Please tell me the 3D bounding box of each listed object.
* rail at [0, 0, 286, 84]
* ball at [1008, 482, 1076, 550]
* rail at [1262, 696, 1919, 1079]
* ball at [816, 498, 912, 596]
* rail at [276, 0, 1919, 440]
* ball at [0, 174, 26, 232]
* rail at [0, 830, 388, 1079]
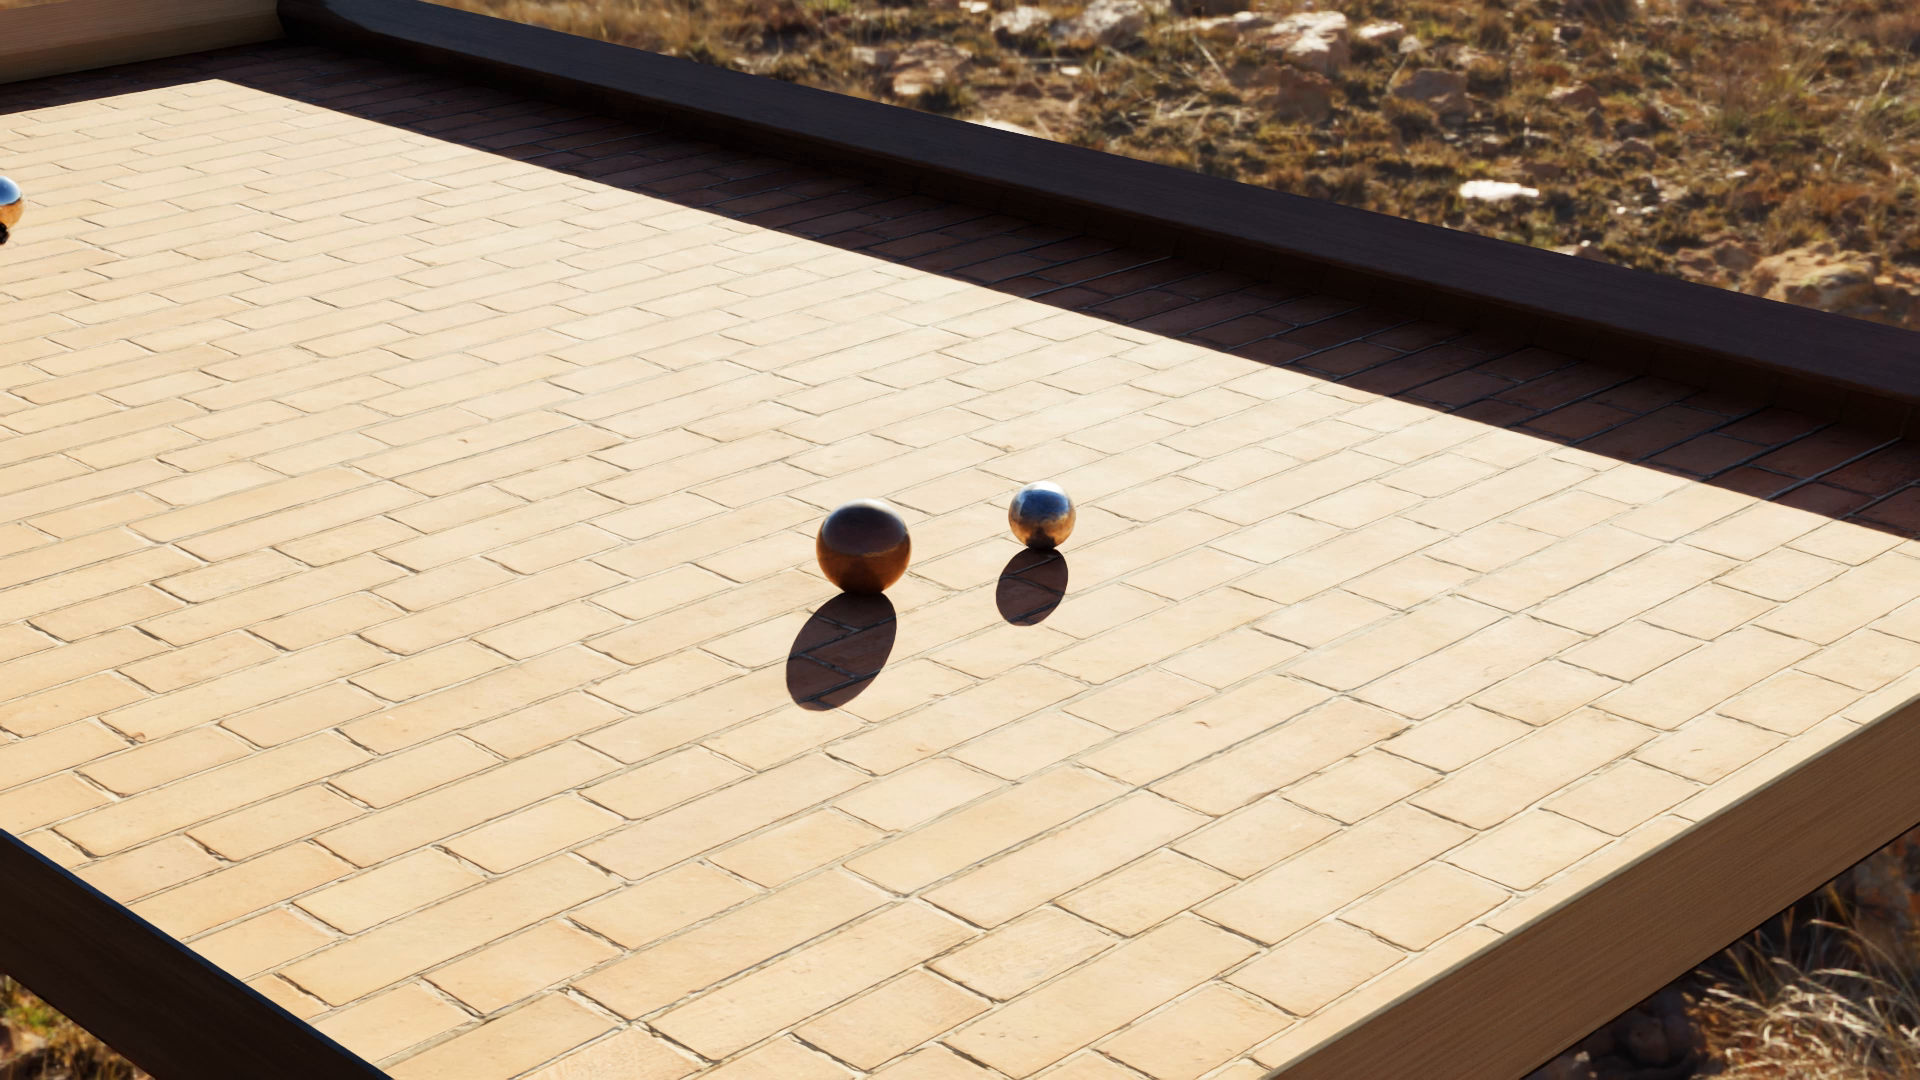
[{"bbox_3d":[-1.818,-0.662,4.345,0.045,0.113,1.944,19,28,41],"label":"rail"},{"bbox_3d":[0.076,-0.023,2.735,0.064,0.064,0.064,0,21,0],"label":"ball"},{"bbox_3d":[0.595,0.192,2.098,0.045,0.113,1.944,19,28,41],"label":"rail"},{"bbox_3d":[-0.086,0.006,2.627,0.087,0.087,0.087,0,21,0],"label":"ball"},{"bbox_3d":[0.058,-0.474,3.850,3.454,0.113,0.045,19,28,41],"label":"rail"},{"bbox_3d":[-1.249,-0.436,3.806,0.075,0.075,0.075,0,21,0],"label":"ball"},{"bbox_3d":[-1.281,0.004,2.594,3.454,0.113,0.045,19,28,41],"label":"rail"}]
